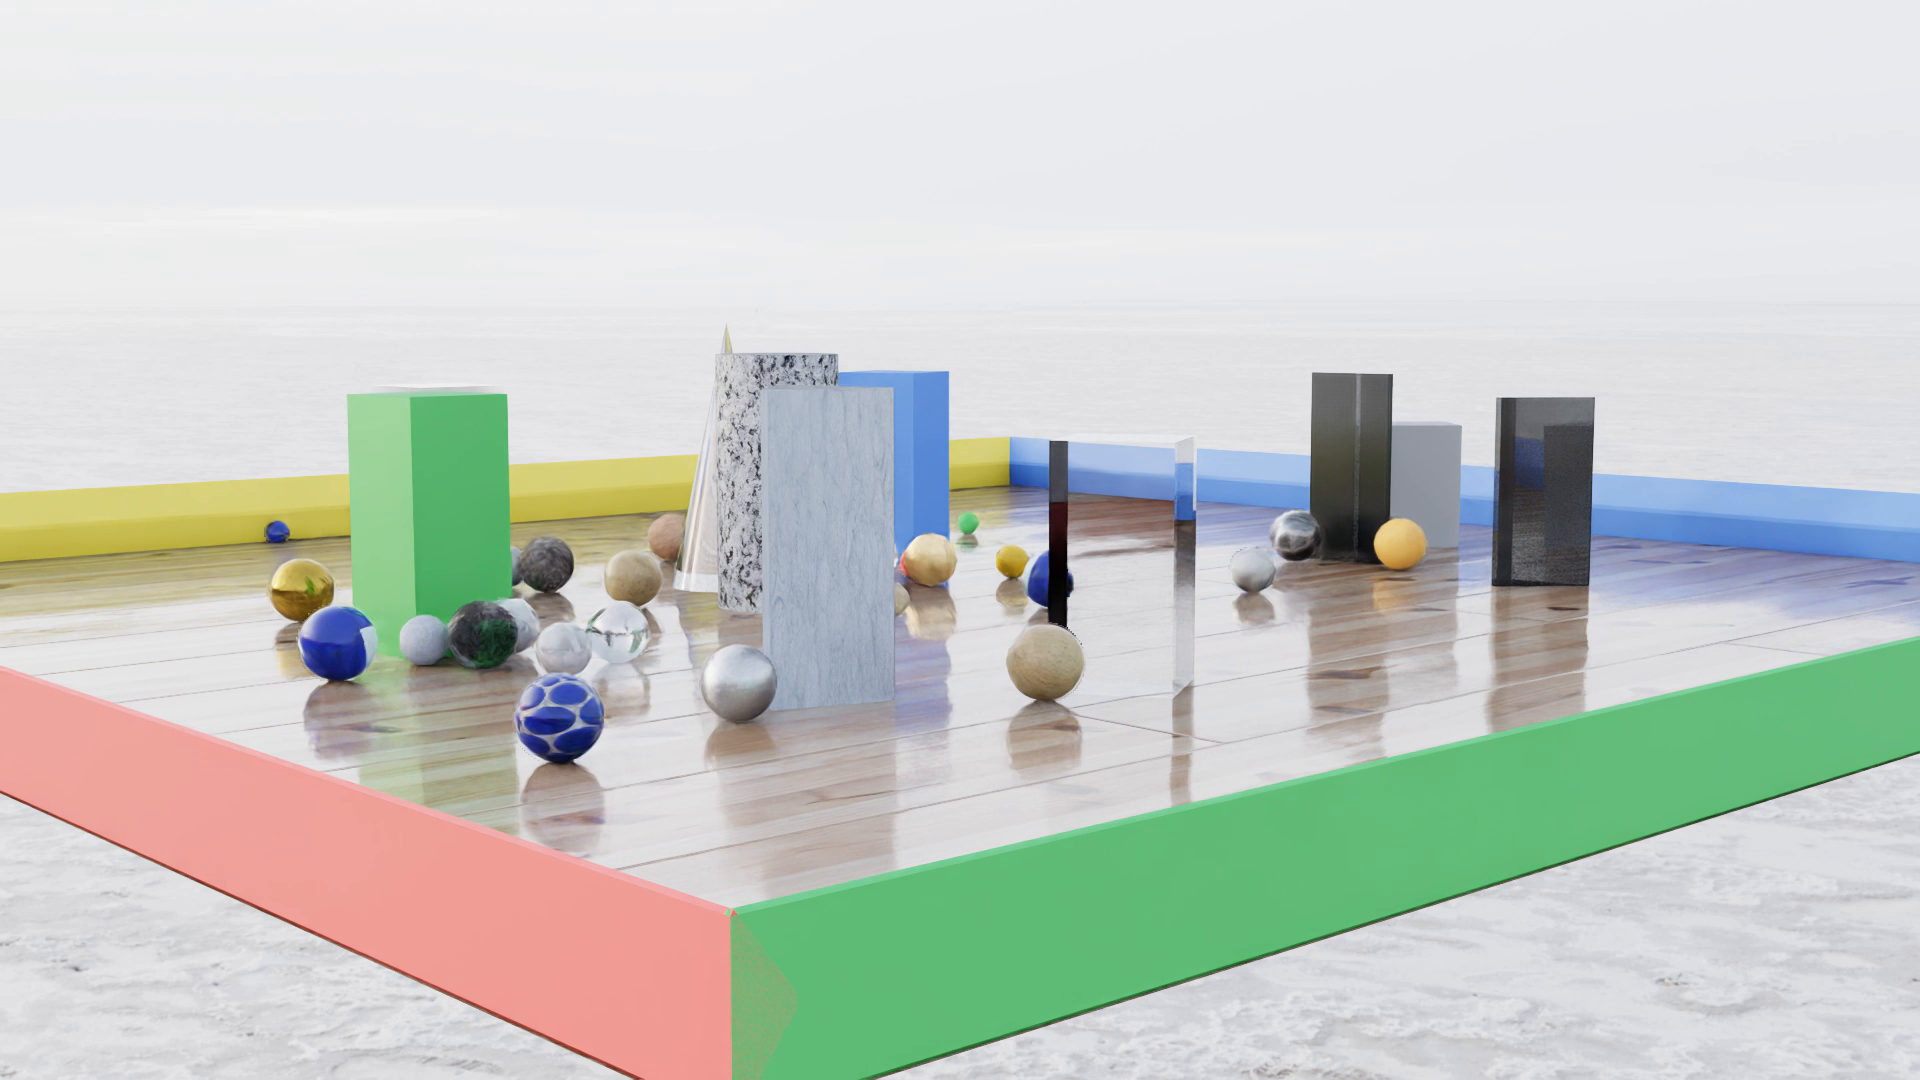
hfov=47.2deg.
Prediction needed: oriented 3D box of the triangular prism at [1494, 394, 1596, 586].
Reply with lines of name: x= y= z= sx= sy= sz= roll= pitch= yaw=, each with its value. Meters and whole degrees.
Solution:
triangular prism: x=0.920 y=-0.083 z=3.550 sx=0.157 sy=0.300 sz=0.136 roll=-1 pitch=6 yaw=-5

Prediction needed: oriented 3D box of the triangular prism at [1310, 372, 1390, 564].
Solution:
triangular prism: x=0.719 y=-0.131 z=3.866 sx=0.157 sy=0.328 sz=0.136 roll=5 pitch=8 yaw=40

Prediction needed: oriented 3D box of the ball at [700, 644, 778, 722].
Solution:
ball: x=-0.237 y=0.153 z=2.360 sx=0.083 sy=0.083 sz=0.083 roll=0 pitch=6 yaw=0

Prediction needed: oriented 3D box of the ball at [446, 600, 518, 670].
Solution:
ball: x=-0.586 y=0.116 z=2.698 sx=0.086 sy=0.086 sz=0.086 roll=0 pitch=6 yaw=0

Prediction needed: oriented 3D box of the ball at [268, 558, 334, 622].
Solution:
ball: x=-0.928 y=0.071 z=3.099 sx=0.090 sy=0.090 sz=0.090 roll=0 pitch=6 yaw=0

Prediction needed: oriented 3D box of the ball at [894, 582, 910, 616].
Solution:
ball: x=-0.098 y=0.085 z=3.142 sx=0.052 sy=0.052 sz=0.052 roll=0 pitch=6 yaw=0

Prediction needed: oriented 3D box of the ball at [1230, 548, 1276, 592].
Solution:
ball: x=0.455 y=0.047 z=3.414 sx=0.069 sy=0.069 sz=0.069 roll=0 pitch=6 yaw=0

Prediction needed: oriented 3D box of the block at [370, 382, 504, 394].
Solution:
block: x=-0.800 y=-0.077 z=3.385 sx=0.145 sy=0.322 sz=0.145 roll=-6 pitch=8 yaw=-44

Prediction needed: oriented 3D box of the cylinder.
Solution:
cylinder: x=-0.270 y=-0.089 z=3.260 sx=0.181 sy=0.373 sz=0.181 roll=0 pitch=6 yaw=0

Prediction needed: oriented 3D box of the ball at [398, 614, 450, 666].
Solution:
ball: x=-0.664 y=0.124 z=2.727 sx=0.063 sy=0.063 sz=0.063 roll=0 pitch=6 yaw=0

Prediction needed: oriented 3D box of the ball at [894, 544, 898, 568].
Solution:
ball: x=-0.137 y=0.027 z=3.592 sx=0.073 sy=0.073 sz=0.073 roll=0 pitch=6 yaw=0

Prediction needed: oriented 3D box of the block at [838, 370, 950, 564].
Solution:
block: x=-0.115 y=-0.130 z=3.856 sx=0.145 sy=0.329 sz=0.145 roll=3 pitch=7 yaw=24

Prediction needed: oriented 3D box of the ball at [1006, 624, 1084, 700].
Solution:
ball: x=0.096 y=0.138 z=2.482 sx=0.087 sy=0.087 sz=0.087 roll=0 pitch=6 yaw=0

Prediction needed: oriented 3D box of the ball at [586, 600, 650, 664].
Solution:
ball: x=-0.426 y=0.114 z=2.743 sx=0.079 sy=0.079 sz=0.079 roll=0 pitch=6 yaw=0

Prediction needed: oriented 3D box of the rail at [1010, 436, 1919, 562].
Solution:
rail: x=1.122 y=-0.079 z=4.362 sx=0.045 sy=0.118 sz=2.995 roll=-6 pitch=8 yaw=-42

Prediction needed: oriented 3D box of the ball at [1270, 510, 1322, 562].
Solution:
ball: x=0.585 y=-0.007 z=3.827 sx=0.089 sy=0.089 sz=0.089 roll=0 pitch=6 yaw=0

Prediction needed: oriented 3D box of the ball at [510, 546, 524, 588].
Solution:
ball: x=-0.715 y=0.042 z=3.471 sx=0.067 sy=0.067 sz=0.067 roll=0 pitch=6 yaw=0

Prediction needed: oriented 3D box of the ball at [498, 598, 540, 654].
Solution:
ball: x=-0.575 y=0.110 z=2.814 sx=0.072 sy=0.072 sz=0.072 roll=0 pitch=6 yaw=0

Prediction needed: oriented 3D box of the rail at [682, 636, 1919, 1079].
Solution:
rail: x=0.999 y=0.146 z=2.256 sx=3.101 sy=0.118 sz=0.045 roll=-6 pitch=8 yaw=-42

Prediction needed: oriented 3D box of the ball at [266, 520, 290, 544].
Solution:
ball: x=-1.280 y=-0.015 z=4.127 sx=0.042 sy=0.042 sz=0.042 roll=0 pitch=6 yaw=0

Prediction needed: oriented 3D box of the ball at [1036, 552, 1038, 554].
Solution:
ball: x=0.135 y=0.041 z=3.594 sx=0.044 sy=0.044 sz=0.044 roll=0 pitch=6 yaw=0

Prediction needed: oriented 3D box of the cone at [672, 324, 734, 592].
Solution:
cone: x=-0.368 y=-0.136 z=3.487 sx=0.181 sy=0.419 sz=0.181 roll=0 pitch=6 yaw=0

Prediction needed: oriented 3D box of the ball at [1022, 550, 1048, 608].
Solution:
ball: x=0.136 y=0.057 z=3.242 sx=0.087 sy=0.087 sz=0.087 roll=0 pitch=6 yaw=0

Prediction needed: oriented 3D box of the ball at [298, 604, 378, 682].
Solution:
ball: x=-0.738 y=0.122 z=2.612 sx=0.091 sy=0.091 sz=0.091 roll=0 pitch=6 yaw=0

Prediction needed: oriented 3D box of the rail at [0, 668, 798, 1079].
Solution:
rail: x=-1.122 y=0.141 z=2.303 sx=0.045 sy=0.118 sz=2.995 roll=-6 pitch=8 yaw=-42

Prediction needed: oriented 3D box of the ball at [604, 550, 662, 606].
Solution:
ball: x=-0.483 y=0.057 z=3.248 sx=0.086 sy=0.086 sz=0.086 roll=0 pitch=6 yaw=0

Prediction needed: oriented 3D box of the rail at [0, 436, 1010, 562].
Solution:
rail: x=-0.999 y=-0.084 z=4.409 sx=3.101 sy=0.118 sz=0.045 roll=-6 pitch=8 yaw=-42

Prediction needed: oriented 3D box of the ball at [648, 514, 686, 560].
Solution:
ball: x=-0.504 y=-0.004 z=3.840 sx=0.081 sy=0.081 sz=0.081 roll=0 pitch=6 yaw=0

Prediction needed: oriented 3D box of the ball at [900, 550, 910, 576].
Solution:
ball: x=-0.071 y=0.036 z=3.592 sx=0.054 sy=0.054 sz=0.054 roll=0 pitch=6 yaw=0

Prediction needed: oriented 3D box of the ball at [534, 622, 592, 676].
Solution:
ball: x=-0.475 y=0.132 z=2.633 sx=0.068 sy=0.068 sz=0.068 roll=0 pitch=6 yaw=0

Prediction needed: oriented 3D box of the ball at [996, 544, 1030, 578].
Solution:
ball: x=0.085 y=0.035 z=3.594 sx=0.056 sy=0.056 sz=0.056 roll=0 pitch=6 yaw=0

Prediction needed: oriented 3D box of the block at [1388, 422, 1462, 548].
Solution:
block: x=0.848 y=-0.106 z=4.114 sx=0.145 sy=0.225 sz=0.145 roll=0 pitch=6 yaw=0

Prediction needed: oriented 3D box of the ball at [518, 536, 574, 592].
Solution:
ball: x=-0.644 y=0.038 z=3.421 sx=0.087 sy=0.087 sz=0.087 roll=0 pitch=6 yaw=0

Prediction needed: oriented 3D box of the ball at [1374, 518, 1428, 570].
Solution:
ball: x=0.742 y=0.007 z=3.704 sx=0.087 sy=0.087 sz=0.087 roll=0 pitch=6 yaw=0

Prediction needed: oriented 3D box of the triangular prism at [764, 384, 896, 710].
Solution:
triangular prism: x=-0.174 y=0.002 z=2.499 sx=0.157 sy=0.353 sz=0.136 roll=-3 pitch=7 yaw=-27

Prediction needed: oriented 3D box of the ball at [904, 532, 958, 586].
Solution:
ball: x=-0.047 y=0.031 z=3.498 sx=0.084 sy=0.084 sz=0.084 roll=0 pitch=6 yaw=0

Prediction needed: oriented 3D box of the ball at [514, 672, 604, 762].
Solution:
ball: x=-0.391 y=0.174 z=2.150 sx=0.087 sy=0.087 sz=0.087 roll=0 pitch=6 yaw=0

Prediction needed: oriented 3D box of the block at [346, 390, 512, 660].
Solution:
block: x=-0.684 y=-0.023 z=2.842 sx=0.145 sy=0.331 sz=0.145 roll=6 pitch=8 yaw=43

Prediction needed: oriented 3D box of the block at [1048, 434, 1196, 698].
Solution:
block: x=0.191 y=0.026 z=2.569 sx=0.145 sy=0.291 sz=0.145 roll=2 pitch=6 yaw=16

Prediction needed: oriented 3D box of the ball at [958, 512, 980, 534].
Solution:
ball: x=0.016 y=-0.034 z=4.301 sx=0.043 sy=0.043 sz=0.043 roll=0 pitch=6 yaw=0
